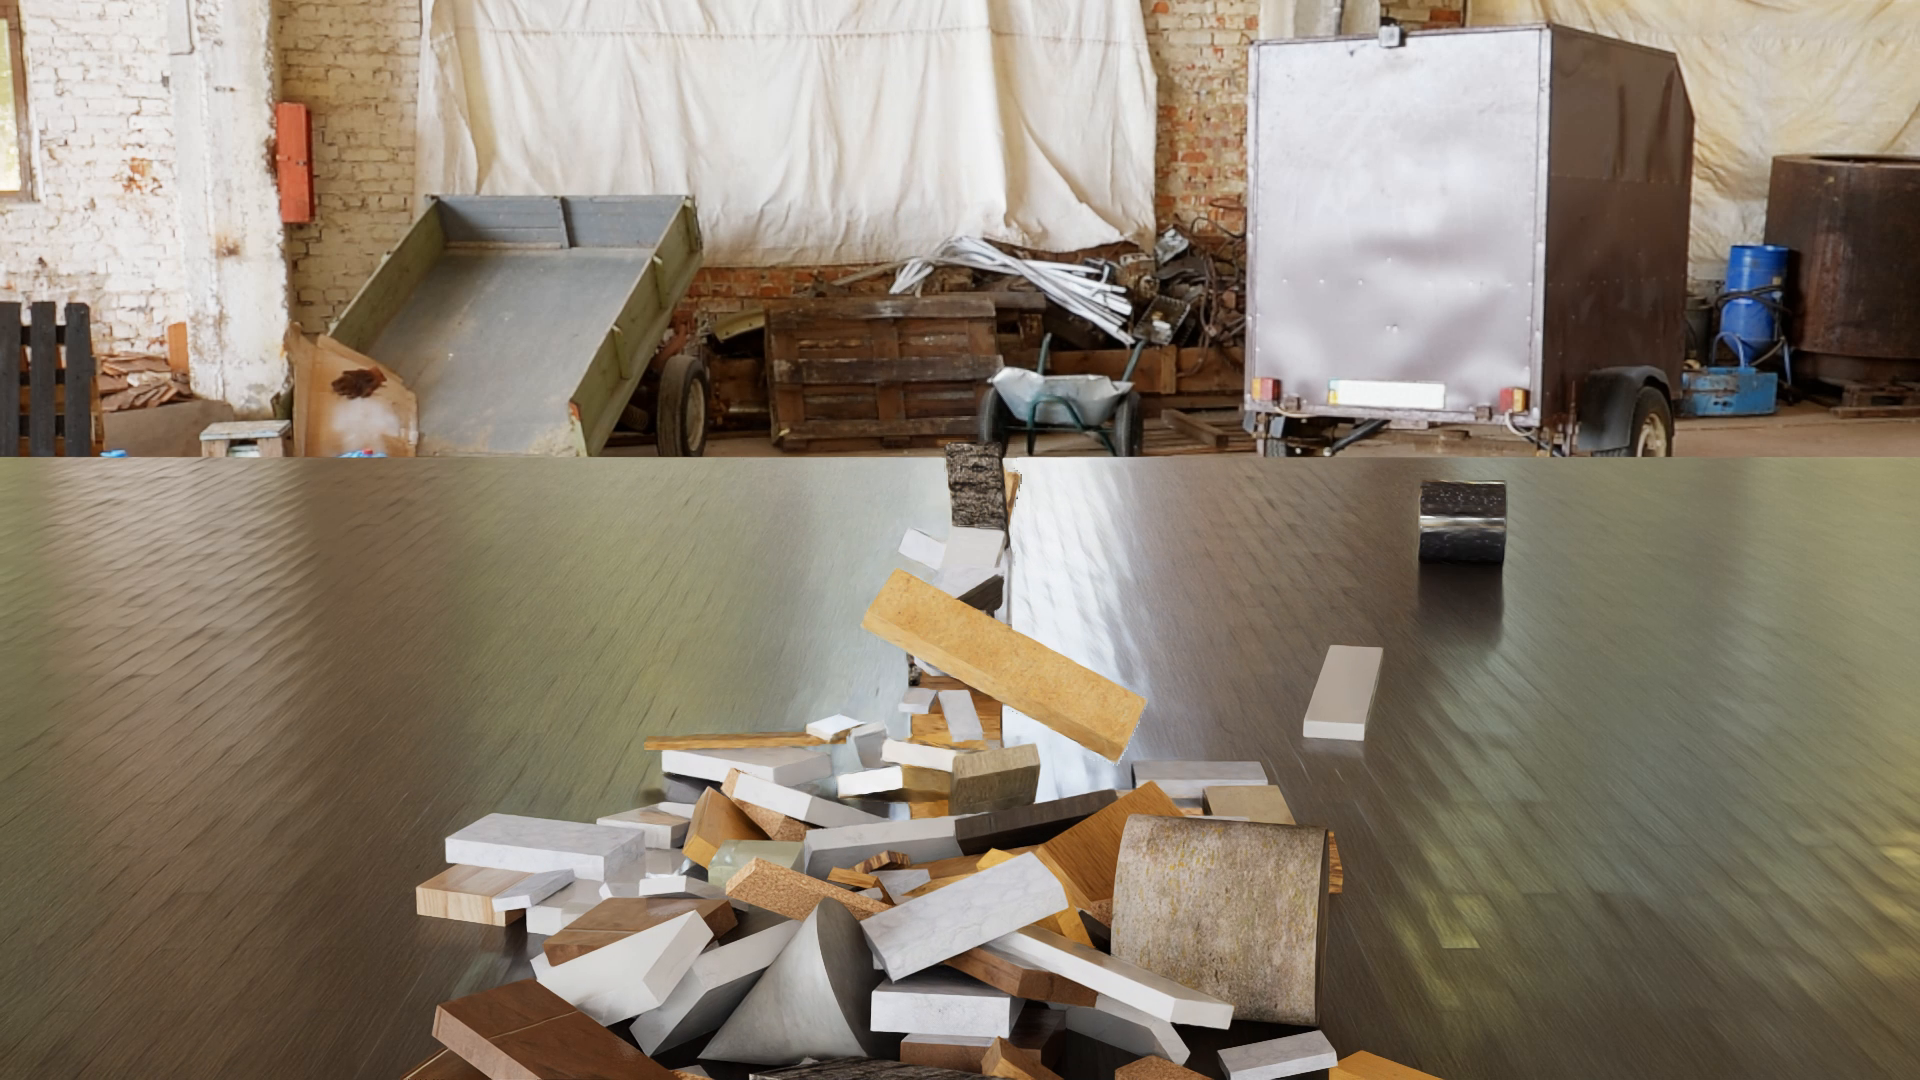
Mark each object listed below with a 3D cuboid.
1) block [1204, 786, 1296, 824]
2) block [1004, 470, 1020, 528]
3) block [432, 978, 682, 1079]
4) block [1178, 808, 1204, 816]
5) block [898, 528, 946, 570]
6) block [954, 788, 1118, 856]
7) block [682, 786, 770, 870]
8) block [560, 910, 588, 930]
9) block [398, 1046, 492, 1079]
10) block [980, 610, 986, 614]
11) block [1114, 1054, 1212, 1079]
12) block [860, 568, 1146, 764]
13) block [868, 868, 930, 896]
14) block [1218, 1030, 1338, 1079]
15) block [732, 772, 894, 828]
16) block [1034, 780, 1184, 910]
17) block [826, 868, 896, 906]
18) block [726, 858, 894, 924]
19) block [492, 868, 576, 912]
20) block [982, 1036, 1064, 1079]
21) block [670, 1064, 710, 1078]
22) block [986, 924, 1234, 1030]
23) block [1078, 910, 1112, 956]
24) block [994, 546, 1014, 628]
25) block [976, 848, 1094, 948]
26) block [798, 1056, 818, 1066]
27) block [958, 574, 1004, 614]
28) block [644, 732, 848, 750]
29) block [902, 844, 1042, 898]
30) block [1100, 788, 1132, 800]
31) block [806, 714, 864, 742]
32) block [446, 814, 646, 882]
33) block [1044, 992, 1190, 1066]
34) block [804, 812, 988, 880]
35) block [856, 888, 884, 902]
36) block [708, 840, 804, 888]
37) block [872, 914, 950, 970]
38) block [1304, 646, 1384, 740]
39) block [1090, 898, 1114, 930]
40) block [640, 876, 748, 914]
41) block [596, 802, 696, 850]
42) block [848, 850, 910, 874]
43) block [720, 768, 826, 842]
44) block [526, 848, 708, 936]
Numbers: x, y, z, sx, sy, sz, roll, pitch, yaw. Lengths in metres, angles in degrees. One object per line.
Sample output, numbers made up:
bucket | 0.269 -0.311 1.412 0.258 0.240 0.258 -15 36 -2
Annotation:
block | 0.523 0.503 3.969 0.139 0.039 0.347 0 7 2
block | 0.058 -0.050 5.068 0.113 0.227 0.032 8 -10 25
block | -0.500 0.650 2.746 0.307 0.043 0.153 23 18 35
block | 0.306 0.501 3.883 0.251 0.036 0.126 2 -21 10
block | -0.074 0.025 5.134 0.127 0.063 0.018 25 11 11
block | 0.137 0.482 3.627 0.268 0.134 0.038 -12 54 6
block | -0.397 0.514 3.775 0.137 0.039 0.274 34 8 -7
block | -0.546 0.605 3.396 0.138 0.069 0.020 -1 12 -4
block | -0.600 0.682 2.782 0.153 0.043 0.307 4 11 20
block | 0.018 0.204 4.310 0.067 0.133 0.019 0 -9 -17
block | 0.283 0.721 2.905 0.073 0.021 0.146 -10 14 -42
block | 0.085 0.237 4.207 0.548 0.044 0.157 28 37 4
block | -0.118 0.544 3.483 0.069 0.020 0.139 -19 5 -41
block | 0.427 0.699 2.966 0.146 0.021 0.073 -10 12 -5
block | -0.227 0.461 3.720 0.148 0.042 0.341 14 -8 31
block | 0.248 0.479 3.386 0.134 0.038 0.301 48 38 17
block | -0.136 0.568 3.396 0.082 0.164 0.023 7 51 32
block | -0.159 0.526 3.094 0.351 0.076 0.021 25 42 -27
block | -0.683 0.561 3.530 0.069 0.020 0.138 -11 6 22
block | 0.146 0.686 2.599 0.263 0.037 0.131 34 -2 0
block | -0.351 0.727 2.881 0.066 0.019 0.132 -5 12 -25
block | 0.169 0.560 2.891 0.105 0.030 0.436 16 -3 -38
block | 0.190 0.584 3.158 0.061 0.121 0.017 32 57 23
block | 0.060 0.124 4.949 0.113 0.227 0.032 -11 -35 20
block | 0.125 0.562 3.159 0.129 0.257 0.036 11 45 45
block | -0.193 0.727 2.710 0.131 0.037 0.263 17 16 19
block | 0.031 0.133 4.477 0.019 0.067 0.261 11 16 20
block | -0.423 0.398 4.367 0.397 0.017 0.059 -2 6 -3
block | 0.025 0.542 3.520 0.335 0.047 0.167 -14 0 31
block | 0.317 0.489 4.173 0.105 0.015 0.053 1 11 8
block | -0.248 0.372 4.356 0.059 0.017 0.118 17 14 26
block | -0.697 0.515 3.702 0.295 0.042 0.148 4 11 18
block | 0.208 0.659 3.025 0.210 0.105 0.030 10 54 43
block | -0.052 0.520 3.696 0.434 0.137 0.039 -3 52 -18
block | -0.178 0.546 3.241 0.121 0.060 0.017 -7 55 -34
block | -0.320 0.559 3.483 0.130 0.130 0.130 1 11 5
block | -0.055 0.560 3.087 0.151 0.076 0.021 5 -11 -38
block | 0.867 0.336 4.941 0.126 0.036 0.709 3 11 14
block | 0.221 0.588 3.227 0.061 0.121 0.017 -3 8 -32
block | -0.394 0.530 3.269 0.082 0.023 0.164 -10 -24 27
block | -0.517 0.503 3.887 0.139 0.039 0.278 3 0 17
block | -0.157 0.547 3.597 0.139 0.020 0.069 -28 -24 20
block | -0.302 0.491 3.885 0.157 0.044 0.314 27 -1 -25
block | -0.554 0.577 3.613 0.164 0.047 0.328 4 11 20
